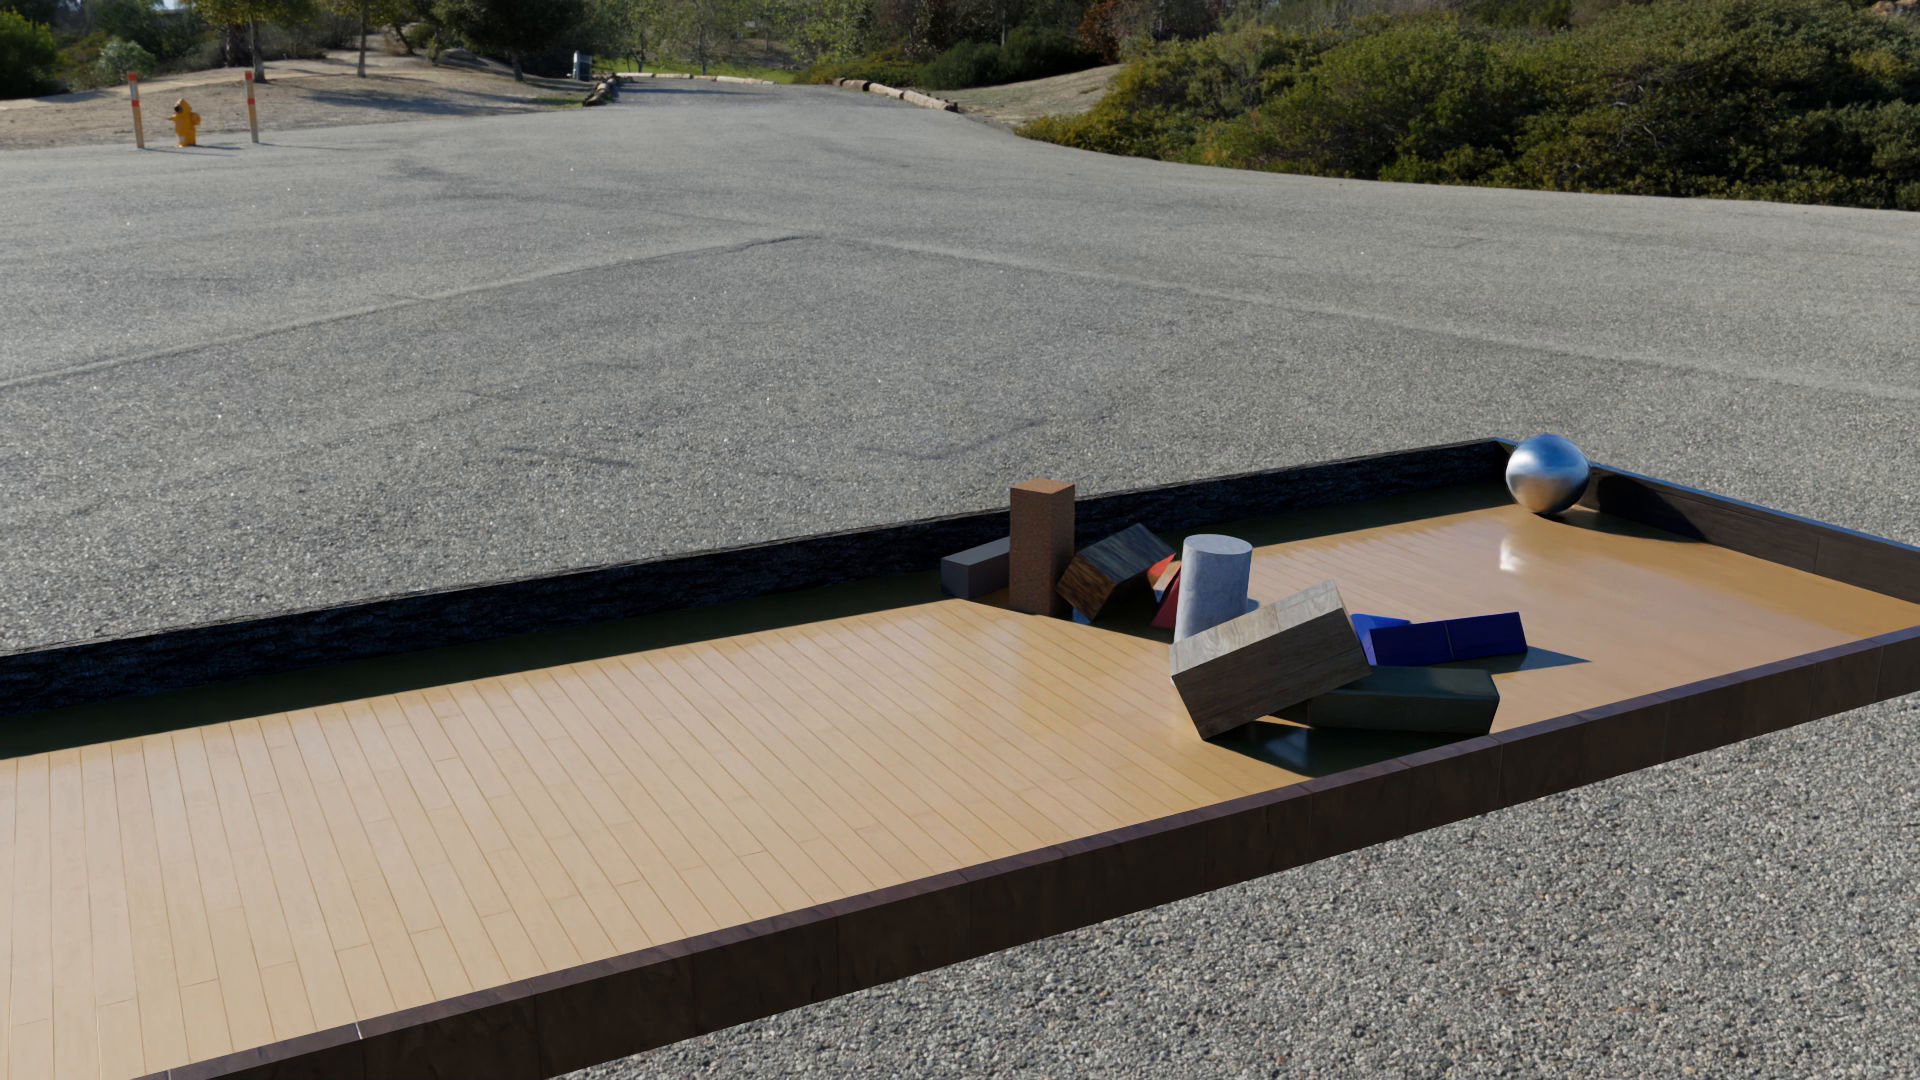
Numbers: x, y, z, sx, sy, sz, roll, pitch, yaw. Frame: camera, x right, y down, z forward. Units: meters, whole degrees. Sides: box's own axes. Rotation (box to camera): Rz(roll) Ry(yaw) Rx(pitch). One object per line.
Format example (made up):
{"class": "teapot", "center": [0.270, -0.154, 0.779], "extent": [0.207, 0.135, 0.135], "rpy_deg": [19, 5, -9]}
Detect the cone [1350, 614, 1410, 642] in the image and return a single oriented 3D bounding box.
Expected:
{"class": "cone", "center": [1.151, 0.235, 4.462], "extent": [0.106, 0.106, 0.333], "rpy_deg": [13, 12, 37]}

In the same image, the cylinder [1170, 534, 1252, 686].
{"class": "cylinder", "center": [0.618, 0.184, 4.067], "extent": [0.166, 0.365, 0.166], "rpy_deg": [3, 17, -1]}

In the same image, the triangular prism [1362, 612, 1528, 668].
{"class": "triangular prism", "center": [1.264, 0.255, 4.314], "extent": [0.451, 0.093, 0.108], "rpy_deg": [-5, 17, -17]}

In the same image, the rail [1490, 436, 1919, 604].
{"class": "rail", "center": [2.466, -0.048, 5.253], "extent": [0.050, 0.150, 2.100], "rpy_deg": [-9, 18, -27]}

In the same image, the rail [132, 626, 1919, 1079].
{"class": "rail", "center": [-2.336, 1.006, 1.665], "extent": [12.000, 0.150, 0.050], "rpy_deg": [-9, 18, -27]}

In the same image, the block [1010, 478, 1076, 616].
{"class": "block", "center": [0.231, 0.018, 4.663], "extent": [0.133, 0.355, 0.133], "rpy_deg": [11, 19, 32]}

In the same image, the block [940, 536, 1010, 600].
{"class": "block", "center": [0.108, 0.075, 4.908], "extent": [0.107, 0.107, 0.373], "rpy_deg": [14, 21, 40]}

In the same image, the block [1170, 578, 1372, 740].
{"class": "block", "center": [0.709, 0.274, 3.800], "extent": [0.412, 0.176, 0.176], "rpy_deg": [-24, 16, 14]}

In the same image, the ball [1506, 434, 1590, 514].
{"class": "ball", "center": [2.009, -0.224, 5.639], "extent": [0.270, 0.270, 0.270], "rpy_deg": [0, 16, 0]}

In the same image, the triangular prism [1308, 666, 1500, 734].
{"class": "triangular prism", "center": [1.022, 0.347, 3.834], "extent": [0.413, 0.147, 0.127], "rpy_deg": [2, 51, 7]}

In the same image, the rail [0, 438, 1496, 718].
{"class": "rail", "center": [-3.305, 0.497, 3.399], "extent": [12.000, 0.150, 0.050], "rpy_deg": [-9, 18, -27]}

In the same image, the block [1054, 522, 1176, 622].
{"class": "block", "center": [0.446, 0.088, 4.708], "extent": [0.142, 0.142, 0.362], "rpy_deg": [41, 33, 19]}

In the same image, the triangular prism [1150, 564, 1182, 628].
{"class": "triangular prism", "center": [0.630, 0.137, 4.691], "extent": [0.123, 0.106, 0.381], "rpy_deg": [4, 17, 14]}
